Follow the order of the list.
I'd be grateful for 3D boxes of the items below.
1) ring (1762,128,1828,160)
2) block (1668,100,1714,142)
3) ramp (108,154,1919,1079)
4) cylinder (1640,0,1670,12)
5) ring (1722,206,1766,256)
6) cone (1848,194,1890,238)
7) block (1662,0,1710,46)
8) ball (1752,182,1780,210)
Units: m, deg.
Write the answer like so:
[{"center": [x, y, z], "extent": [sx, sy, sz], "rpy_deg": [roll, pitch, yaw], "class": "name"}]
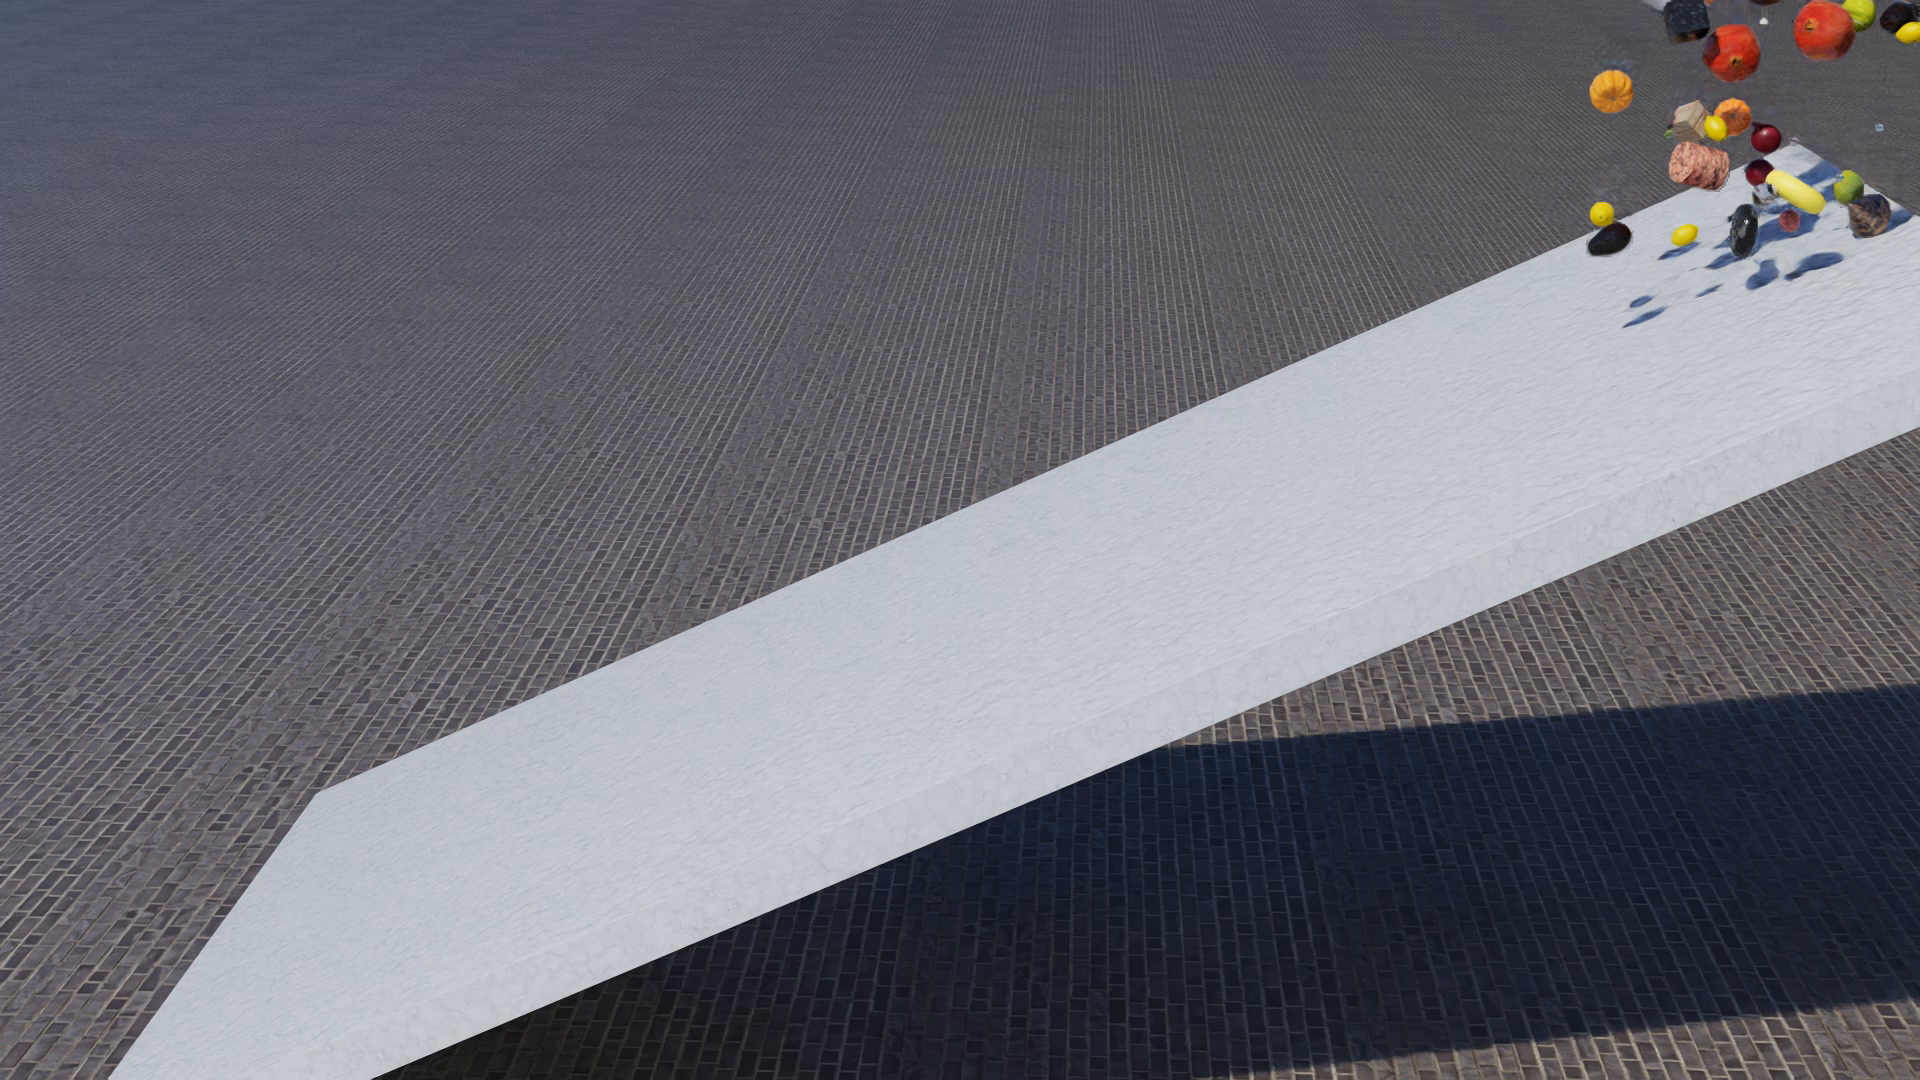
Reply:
[{"center": [1.631, -0.775, 5.748], "extent": [0.127, 0.042, 0.127], "rpy_deg": [-1, 21, 0], "class": "ring"}, {"center": [1.508, -0.860, 6.065], "extent": [0.057, 0.057, 0.057], "rpy_deg": [-56, 21, -22], "class": "block"}, {"center": [0.135, 0.169, 6.283], "extent": [4.000, 0.100, 2.000], "rpy_deg": [-24, 13, 9], "class": "ramp"}, {"center": [1.436, -1.122, 5.989], "extent": [0.087, 0.087, 0.087], "rpy_deg": [35, 32, 26], "class": "cylinder"}, {"center": [1.565, -0.617, 5.872], "extent": [0.037, 0.111, 0.111], "rpy_deg": [27, 7, -21], "class": "ring"}, {"center": [1.797, -0.660, 5.883], "extent": [0.092, 0.092, 0.092], "rpy_deg": [14, 2, -44], "class": "cone"}, {"center": [1.428, -1.023, 5.782], "extent": [0.069, 0.069, 0.069], "rpy_deg": [-13, -10, 4], "class": "block"}, {"center": [1.566, -0.668, 5.719], "extent": [0.053, 0.053, 0.053], "rpy_deg": [0, 16, 0], "class": "ball"}]
